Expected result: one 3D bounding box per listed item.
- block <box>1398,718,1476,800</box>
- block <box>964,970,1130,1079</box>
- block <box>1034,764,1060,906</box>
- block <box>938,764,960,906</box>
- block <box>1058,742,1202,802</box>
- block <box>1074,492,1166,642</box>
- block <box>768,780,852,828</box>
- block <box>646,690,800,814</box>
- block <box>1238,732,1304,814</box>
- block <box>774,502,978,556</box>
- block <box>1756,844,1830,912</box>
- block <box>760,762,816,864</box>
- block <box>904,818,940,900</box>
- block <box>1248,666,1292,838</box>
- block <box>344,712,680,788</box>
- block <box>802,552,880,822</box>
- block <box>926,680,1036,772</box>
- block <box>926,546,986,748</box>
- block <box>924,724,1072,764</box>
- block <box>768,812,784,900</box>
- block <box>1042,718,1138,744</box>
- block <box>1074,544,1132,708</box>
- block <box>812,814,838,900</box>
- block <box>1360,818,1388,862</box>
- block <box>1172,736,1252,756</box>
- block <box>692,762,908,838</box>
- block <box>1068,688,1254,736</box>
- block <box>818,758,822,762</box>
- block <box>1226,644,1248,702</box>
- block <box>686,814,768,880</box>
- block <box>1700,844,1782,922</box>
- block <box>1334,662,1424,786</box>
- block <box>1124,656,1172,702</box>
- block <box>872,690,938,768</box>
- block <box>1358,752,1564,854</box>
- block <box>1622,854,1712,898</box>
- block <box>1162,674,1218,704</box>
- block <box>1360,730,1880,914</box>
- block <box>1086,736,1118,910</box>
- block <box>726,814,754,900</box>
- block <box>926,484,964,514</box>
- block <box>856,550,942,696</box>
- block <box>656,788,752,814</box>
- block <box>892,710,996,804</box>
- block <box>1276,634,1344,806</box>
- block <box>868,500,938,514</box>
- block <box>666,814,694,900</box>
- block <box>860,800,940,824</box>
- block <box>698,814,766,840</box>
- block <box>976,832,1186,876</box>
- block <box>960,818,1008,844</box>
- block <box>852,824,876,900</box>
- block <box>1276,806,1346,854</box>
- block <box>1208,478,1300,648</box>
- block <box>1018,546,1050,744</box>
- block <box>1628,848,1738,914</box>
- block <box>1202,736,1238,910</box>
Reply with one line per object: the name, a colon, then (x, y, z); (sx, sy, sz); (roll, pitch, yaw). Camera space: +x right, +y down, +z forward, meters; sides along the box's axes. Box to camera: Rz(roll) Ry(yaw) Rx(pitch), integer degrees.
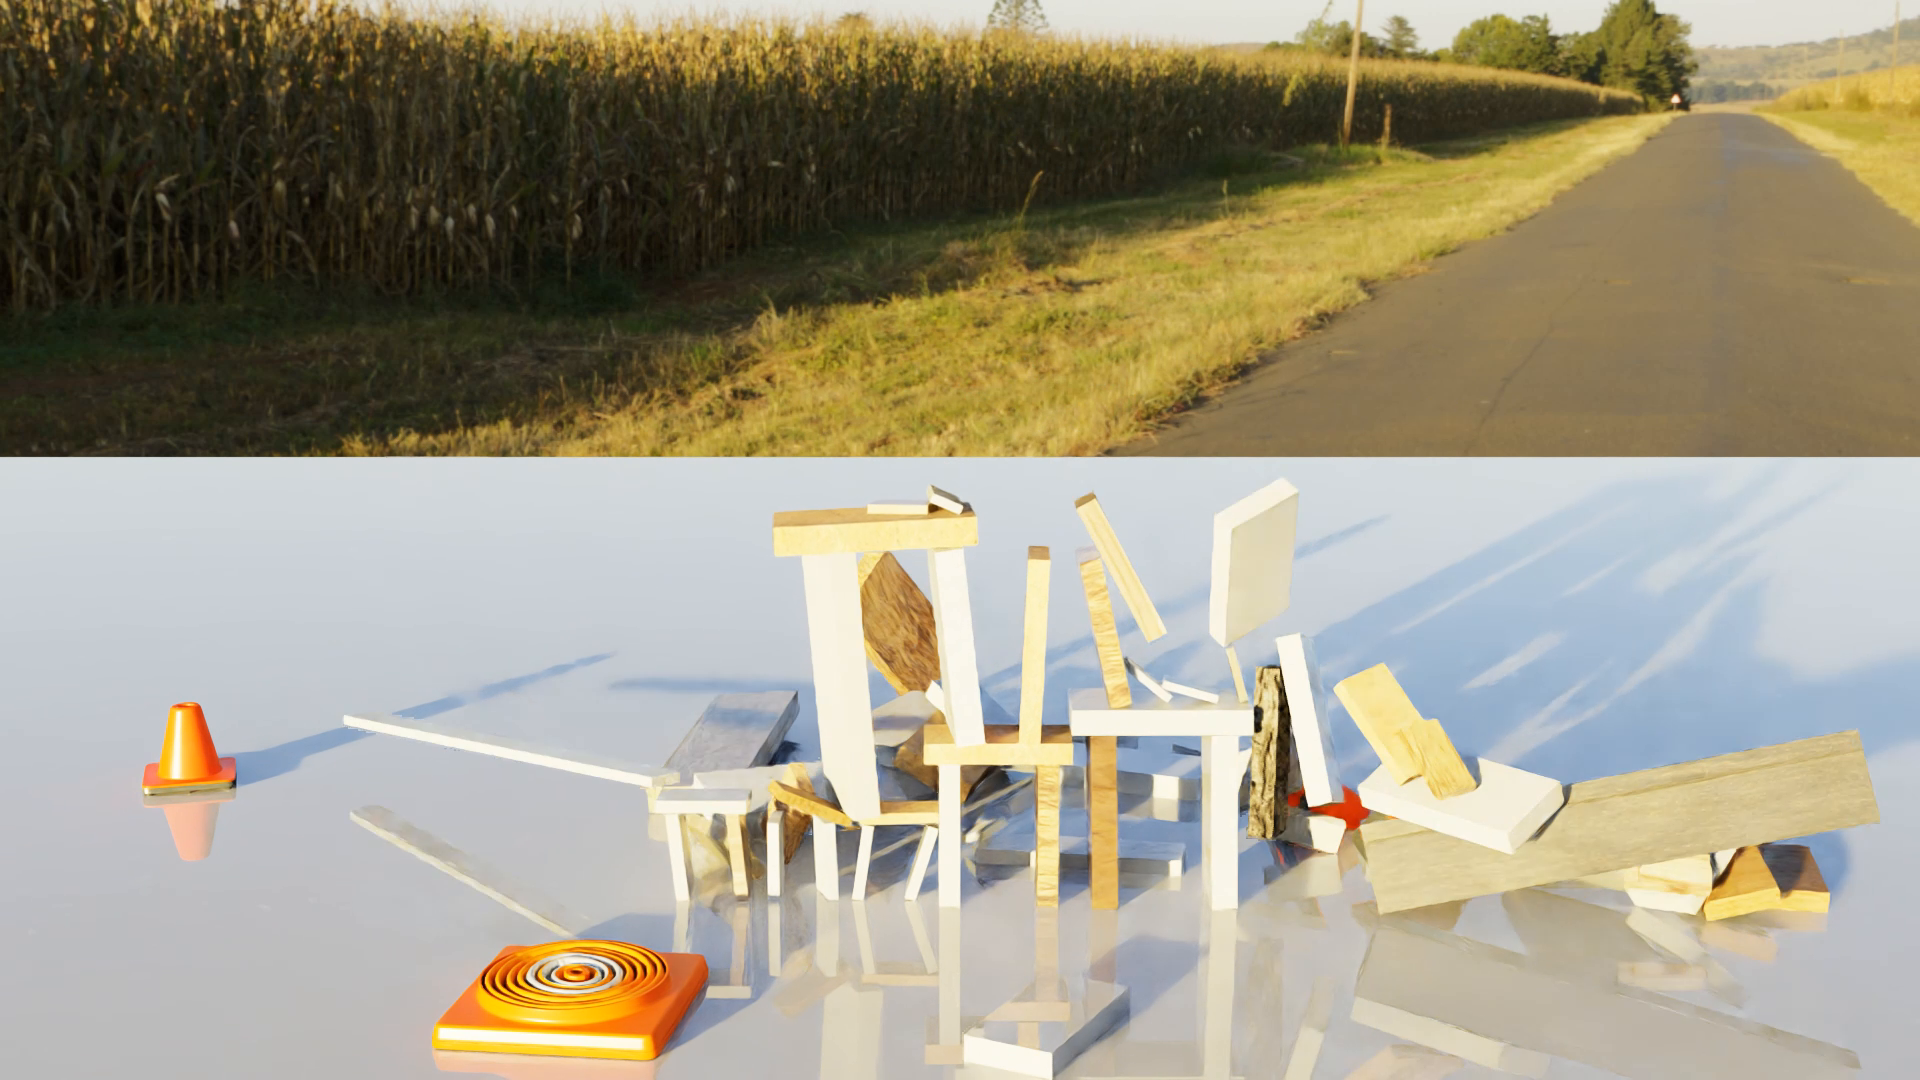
block: (0.760, 0.350, 3.506); (0.066, 0.019, 0.132); (-13, 54, -18)
block: (0.125, 0.678, 3.091); (0.133, 0.038, 0.266); (5, 12, 27)
block: (0.144, 0.472, 3.645); (0.034, 0.241, 0.121); (0, 11, 0)
block: (-0.017, 0.472, 3.645); (0.034, 0.241, 0.121); (0, 11, 0)
block: (0.336, 0.451, 4.296); (0.309, 0.044, 0.154); (4, 11, 22)
block: (0.260, 0.042, 3.572); (0.035, 0.245, 0.122); (-28, 6, 5)
block: (-0.248, 0.435, 3.632); (0.132, 0.019, 0.066); (25, 1, -23)
block: (-0.462, 0.414, 4.389); (0.175, 0.049, 0.625); (-4, 12, 7)
block: (0.550, 0.406, 3.872); (0.191, 0.095, 0.027); (-20, -30, -7)
block: (-0.139, -0.019, 3.554); (0.322, 0.046, 0.161); (-3, 10, -4)
block: (1.381, 0.565, 3.703); (0.119, 0.034, 0.238); (2, 11, 13)
block: (-0.293, 0.470, 3.765); (0.025, 0.192, 0.087); (-6, 54, -29)
block: (-0.063, 0.527, 3.656); (0.018, 0.129, 0.064); (18, 10, -3)
block: (0.515, 0.348, 3.636); (0.039, 0.275, 0.138); (2, -1, 18)
block: (-0.849, 0.380, 4.048); (0.994, 0.017, 0.061); (4, 7, 44)
block: (-0.197, 0.224, 3.616); (0.046, 0.447, 0.161); (-9, 11, -19)
block: (0.059, 0.372, 4.391); (0.133, 0.038, 0.266); (10, 23, -44)
block: (-0.009, 0.160, 3.587); (0.046, 0.322, 0.161); (-7, 11, -5)
block: (0.062, 0.336, 3.620); (0.241, 0.034, 0.121); (0, 11, 0)
block: (-0.306, 0.525, 3.657); (0.019, 0.132, 0.066); (0, 11, 3)
block: (0.160, 0.406, 4.581); (0.415, 0.029, 0.101); (-4, 11, -18)
block: (0.234, 0.140, 3.586); (0.035, 0.245, 0.122); (-13, 10, 2)
block: (-0.223, 0.525, 3.654); (0.019, 0.132, 0.066); (-6, 12, -19)
block: (0.969, 0.534, 3.868); (0.514, 0.038, 0.133); (1, 11, 5)
block: (0.536, 0.435, 4.427); (0.101, 0.029, 0.202); (-10, 14, -42)
block: (-0.292, 0.468, 3.998); (0.349, 0.049, 0.175); (-3, 21, -24)
block: (0.326, 0.281, 3.612); (0.292, 0.041, 0.146); (0, 11, 0)
block: (-0.234, 0.440, 4.431); (0.061, 0.017, 0.121); (4, 11, 19)
block: (0.452, 0.215, 3.603); (0.013, 0.092, 0.046); (-15, 10, 5)
block: (-0.408, 0.525, 3.789); (0.025, 0.087, 0.174); (-47, 31, -19)
block: (1.268, 0.549, 3.637); (0.119, 0.034, 0.239); (-14, 15, 11)
block: (0.699, 0.298, 3.566); (0.095, 0.191, 0.027); (-20, -24, -29)
block: (0.306, 0.228, 3.599); (0.092, 0.013, 0.046); (38, 8, -7)
block: (-0.115, 0.384, 4.499); (0.154, 0.044, 0.309); (9, 18, 30)
block: (0.800, 0.407, 3.522); (0.145, 0.041, 0.290); (-35, 31, -31)
block: (1.128, 0.529, 3.511); (0.132, 0.019, 0.066); (5, 54, 11)
block: (0.377, 0.244, 3.601); (0.092, 0.013, 0.046); (15, 11, 2)
block: (1.039, 0.450, 3.497); (0.779, 0.145, 0.041); (-13, -7, 11)
block: (0.234, 0.446, 3.640); (0.041, 0.293, 0.146); (-1, 11, 0)
block: (-0.366, 0.516, 3.657); (0.021, 0.149, 0.074); (-5, 10, 2)
block: (-0.025, -0.066, 3.559); (0.052, 0.015, 0.104); (23, 7, -7)
block: (-0.135, 0.187, 4.731); (0.049, 0.349, 0.175); (12, 60, 42)
block: (-0.424, 0.432, 3.643); (0.149, 0.021, 0.074); (0, 11, 1)
block: (-0.013, 0.415, 4.303); (0.154, 0.044, 0.309); (29, 17, 8)
block: (0.576, 0.297, 3.609); (0.039, 0.275, 0.138); (-13, -11, 17)
block: (-0.092, -0.054, 3.568); (0.103, 0.015, 0.052); (1, 10, 20)
block: (-0.465, 0.516, 3.658); (0.021, 0.149, 0.074); (-6, 10, 2)
block: (-0.100, 0.452, 3.643); (0.129, 0.018, 0.064); (-1, 10, 2)
block: (-0.392, 0.513, 3.978); (0.174, 0.025, 0.087); (4, 12, 2)
block: (0.211, 0.546, 3.832); (0.357, 0.027, 0.095); (2, 11, 11)
block: (0.037, 0.515, 3.892); (0.052, 0.015, 0.104); (-30, 4, -32)
block: (-0.159, 0.526, 3.656); (0.018, 0.129, 0.064); (9, 11, 1)
block: (0.605, 0.505, 3.863); (0.132, 0.066, 0.019); (14, 38, 6)
block: (0.469, 0.038, 3.519); (0.138, 0.275, 0.039); (-28, 51, -22)
block: (0.121, 0.170, 3.587); (0.035, 0.303, 0.122); (3, 11, 1)
block: (1.205, 0.506, 3.602); (0.238, 0.034, 0.119); (-48, 22, -24)
block: (0.429, 0.446, 3.640); (0.041, 0.292, 0.146); (-1, 11, 0)
